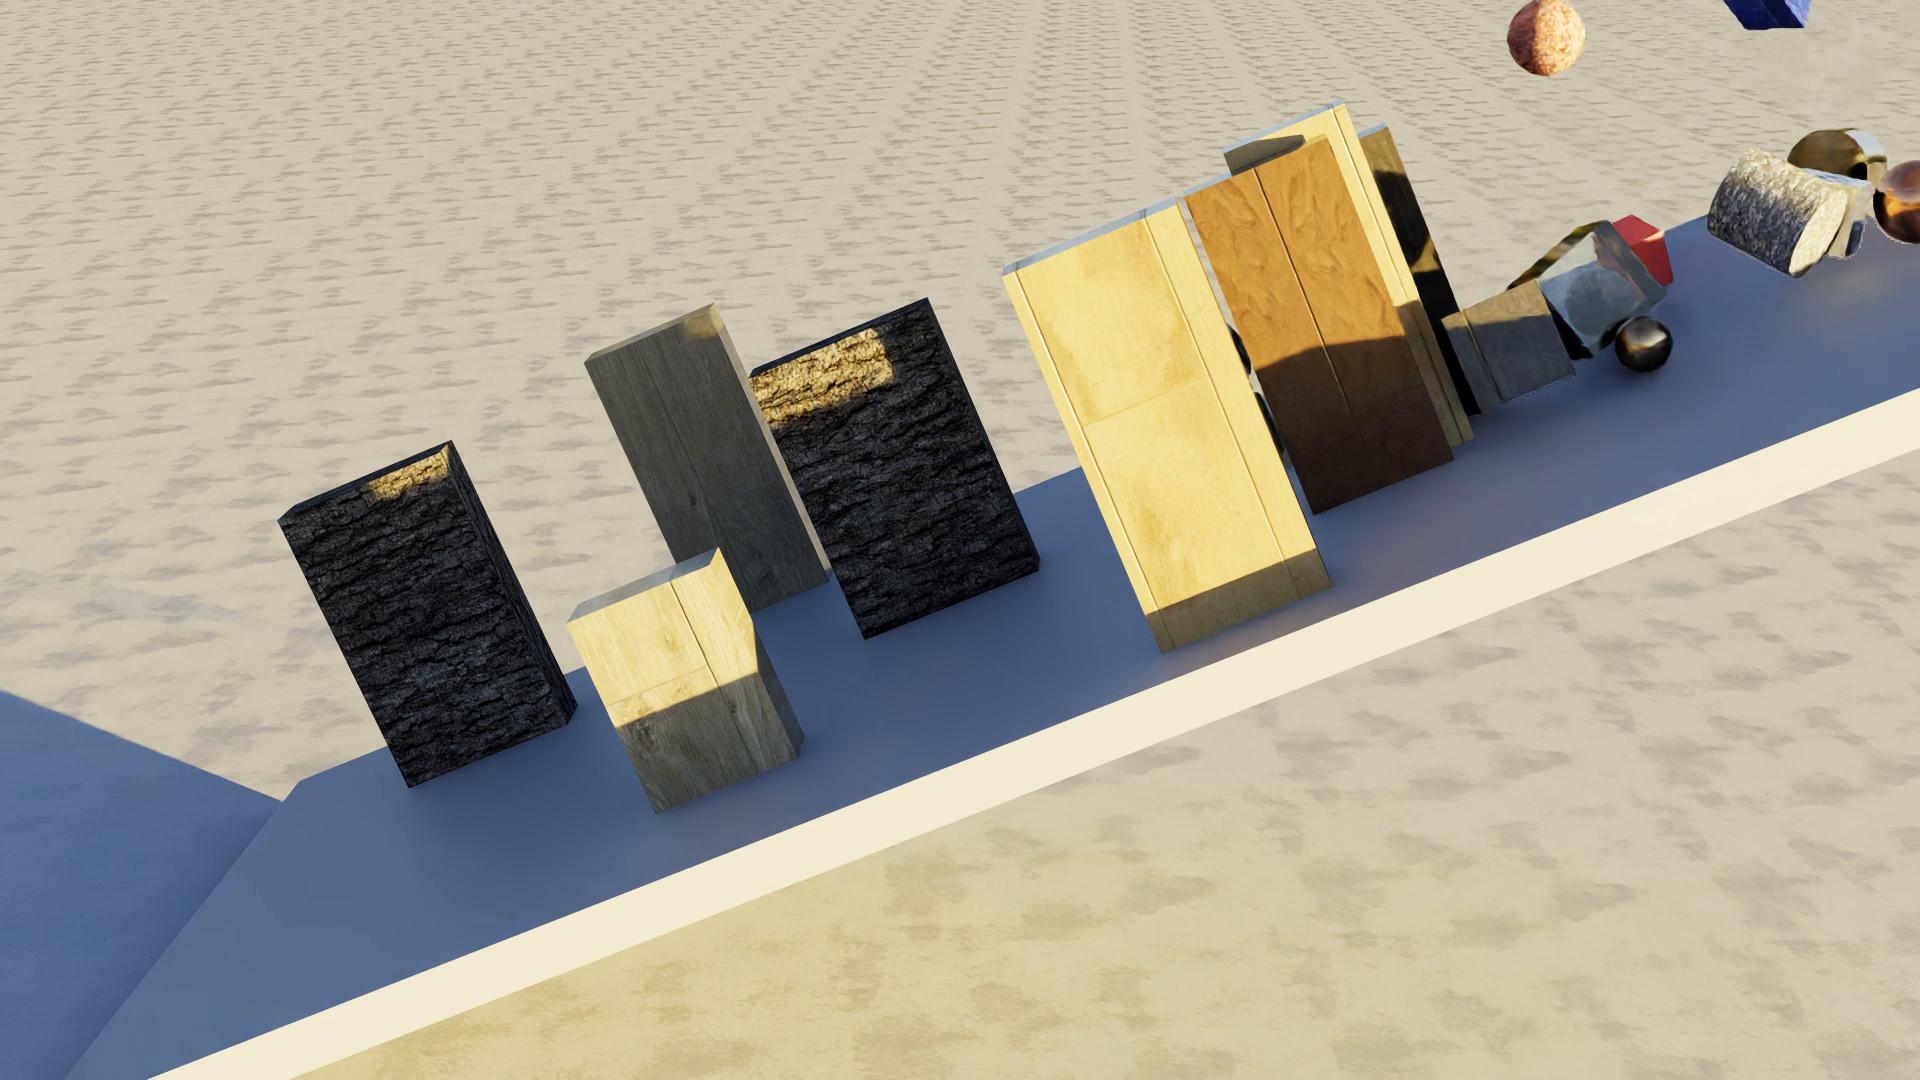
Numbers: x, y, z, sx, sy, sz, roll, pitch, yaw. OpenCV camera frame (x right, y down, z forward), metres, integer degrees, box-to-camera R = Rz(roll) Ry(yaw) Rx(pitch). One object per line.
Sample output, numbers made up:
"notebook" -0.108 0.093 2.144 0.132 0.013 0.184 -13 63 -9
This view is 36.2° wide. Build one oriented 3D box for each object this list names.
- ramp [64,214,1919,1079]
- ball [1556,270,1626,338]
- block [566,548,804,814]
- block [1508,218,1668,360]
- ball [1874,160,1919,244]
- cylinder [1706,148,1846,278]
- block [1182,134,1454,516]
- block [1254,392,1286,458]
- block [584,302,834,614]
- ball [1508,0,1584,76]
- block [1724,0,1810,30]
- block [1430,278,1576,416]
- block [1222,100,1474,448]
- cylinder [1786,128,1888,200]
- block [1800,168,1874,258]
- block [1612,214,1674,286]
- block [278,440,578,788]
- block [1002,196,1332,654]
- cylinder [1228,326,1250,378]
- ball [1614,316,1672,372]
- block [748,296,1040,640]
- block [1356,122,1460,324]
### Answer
"ramp" 0.128 0.172 6.287 4.000 0.100 2.000 -22 12 8
"ball" 1.352 -0.504 6.302 0.146 0.146 0.146 0 14 0
"block" -0.541 0.279 5.832 0.309 0.425 0.141 -22 12 8
"block" 1.281 -0.509 6.018 0.197 0.197 0.197 -40 4 -3
"ball" 1.937 -0.685 5.956 0.169 0.169 0.169 0 14 0
"cylinder" 1.645 -0.660 5.925 0.195 0.195 0.195 35 31 28
"block" 0.715 -0.426 5.856 0.301 0.696 0.081 -22 12 8
"block" 0.610 -0.211 6.377 0.135 0.135 0.135 -21 26 25
"block" -0.607 -0.176 7.165 0.329 0.723 0.123 -22 12 8
"ball" 1.208 -1.037 6.063 0.157 0.157 0.157 0 14 0
"block" 1.684 -1.149 6.110 0.128 0.128 0.128 6 -16 38
"block" 1.086 -0.385 5.912 0.202 0.202 0.202 -23 0 2
"block" 0.785 -0.498 5.945 0.257 0.731 0.085 -22 12 8
"cylinder" 1.906 -0.806 6.395 0.175 0.175 0.175 9 12 30
"block" 1.777 -0.674 6.053 0.146 0.146 0.146 16 18 24
"block" 1.482 -0.622 6.526 0.128 0.128 0.128 -26 29 -9
"block" -1.243 0.175 6.899 0.415 0.704 0.148 -22 12 8
"block" 0.381 -0.207 5.390 0.337 0.762 0.112 -22 12 8
"cylinder" 0.527 -0.385 6.422 0.203 0.203 0.203 2 1 9
"ball" 1.367 -0.392 5.882 0.114 0.114 0.114 0 14 0
"block" -0.140 -0.154 6.426 0.416 0.633 0.115 -22 12 8
"block" 0.890 -0.590 6.512 0.334 0.572 0.085 -22 12 8
